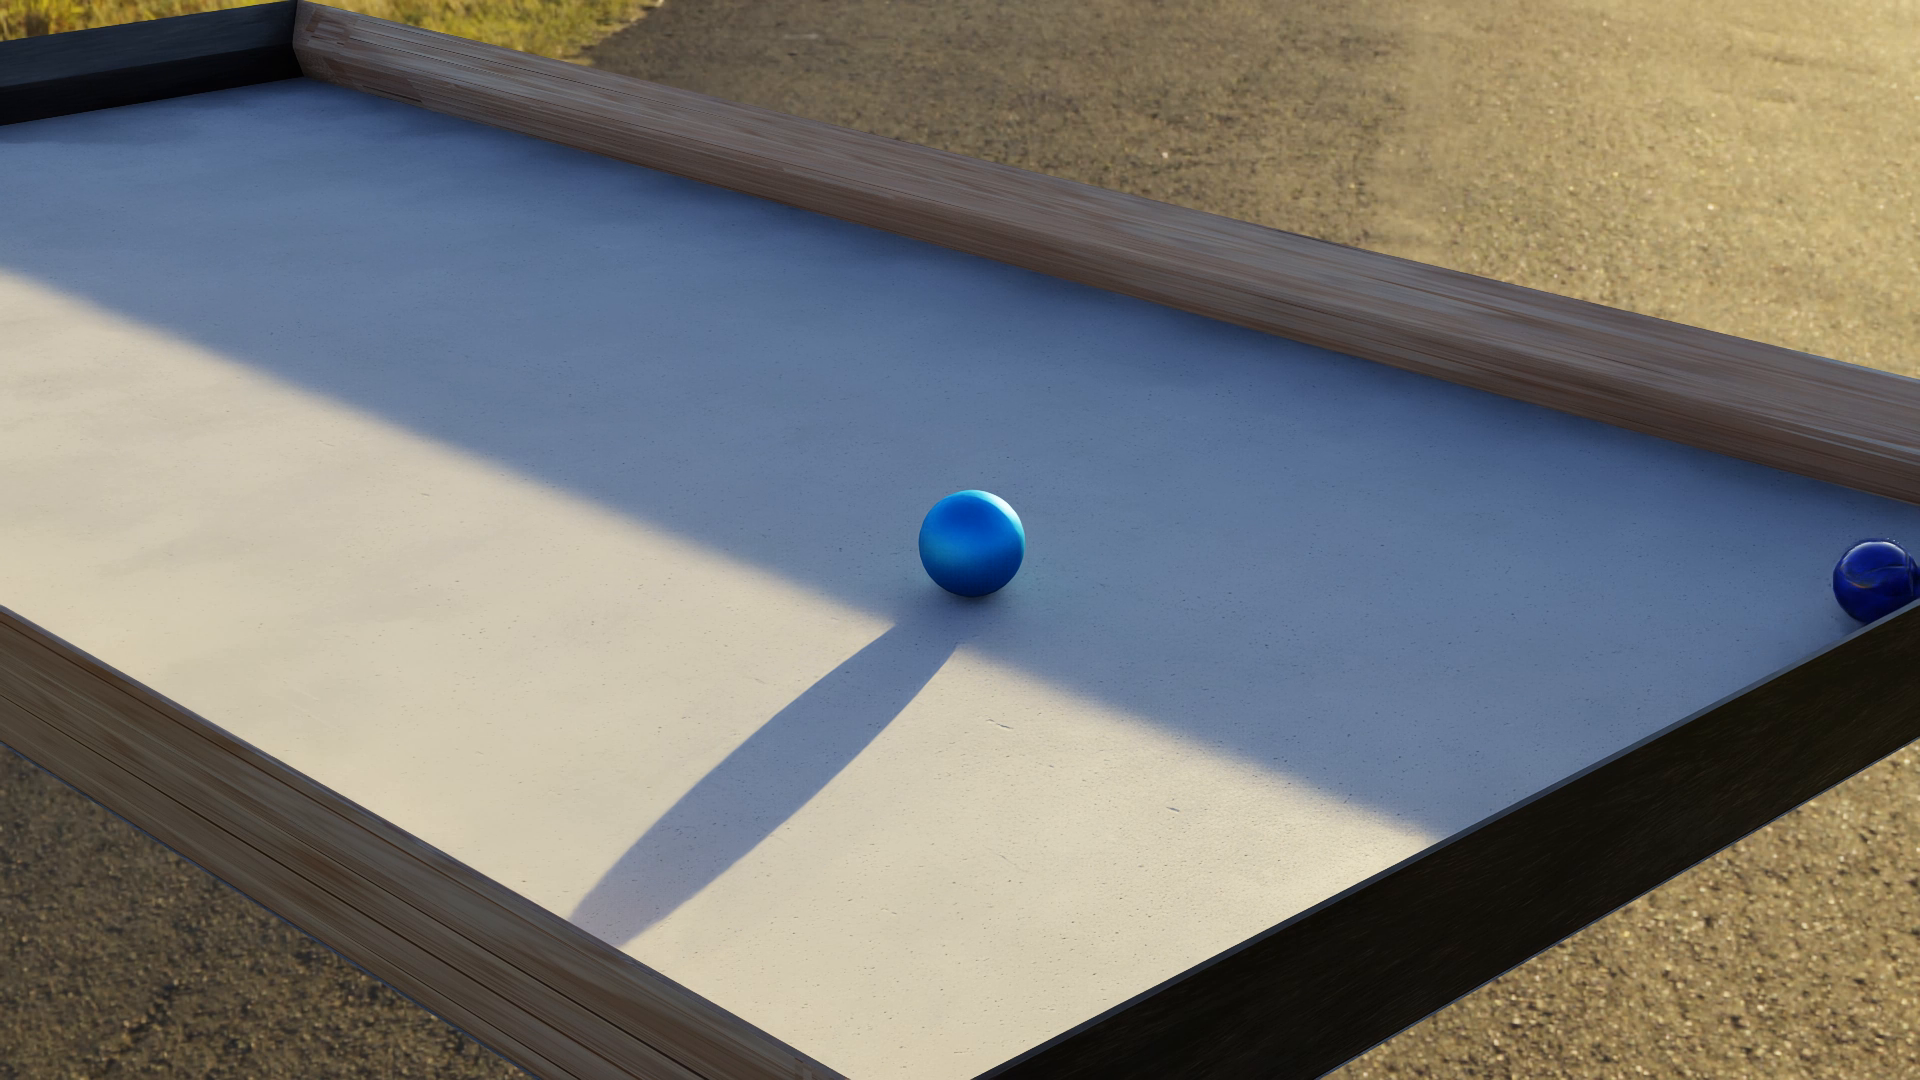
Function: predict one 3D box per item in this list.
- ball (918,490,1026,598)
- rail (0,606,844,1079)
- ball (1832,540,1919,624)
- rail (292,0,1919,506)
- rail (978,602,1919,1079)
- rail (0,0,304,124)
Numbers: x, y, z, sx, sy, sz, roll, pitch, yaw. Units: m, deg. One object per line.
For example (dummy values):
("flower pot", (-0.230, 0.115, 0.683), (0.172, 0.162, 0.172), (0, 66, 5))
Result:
("ball", (0.011, 0.003, 2.660), (0.097, 0.097, 0.097), (0, 20, 0))
("rail", (-1.123, -0.034, 2.716), (0.045, 0.126, 3.195), (-19, 27, -41))
("ball", (0.810, 0.037, 2.599), (0.075, 0.075, 0.075), (0, 20, 0))
("rail", (0.012, -0.419, 3.745), (0.045, 0.126, 3.195), (-19, 27, -41))
("rail", (0.539, 0.169, 2.171), (1.626, 0.126, 0.045), (-19, 27, -41))
("rail", (-1.650, -0.622, 4.290), (1.626, 0.126, 0.045), (-19, 27, -41))
